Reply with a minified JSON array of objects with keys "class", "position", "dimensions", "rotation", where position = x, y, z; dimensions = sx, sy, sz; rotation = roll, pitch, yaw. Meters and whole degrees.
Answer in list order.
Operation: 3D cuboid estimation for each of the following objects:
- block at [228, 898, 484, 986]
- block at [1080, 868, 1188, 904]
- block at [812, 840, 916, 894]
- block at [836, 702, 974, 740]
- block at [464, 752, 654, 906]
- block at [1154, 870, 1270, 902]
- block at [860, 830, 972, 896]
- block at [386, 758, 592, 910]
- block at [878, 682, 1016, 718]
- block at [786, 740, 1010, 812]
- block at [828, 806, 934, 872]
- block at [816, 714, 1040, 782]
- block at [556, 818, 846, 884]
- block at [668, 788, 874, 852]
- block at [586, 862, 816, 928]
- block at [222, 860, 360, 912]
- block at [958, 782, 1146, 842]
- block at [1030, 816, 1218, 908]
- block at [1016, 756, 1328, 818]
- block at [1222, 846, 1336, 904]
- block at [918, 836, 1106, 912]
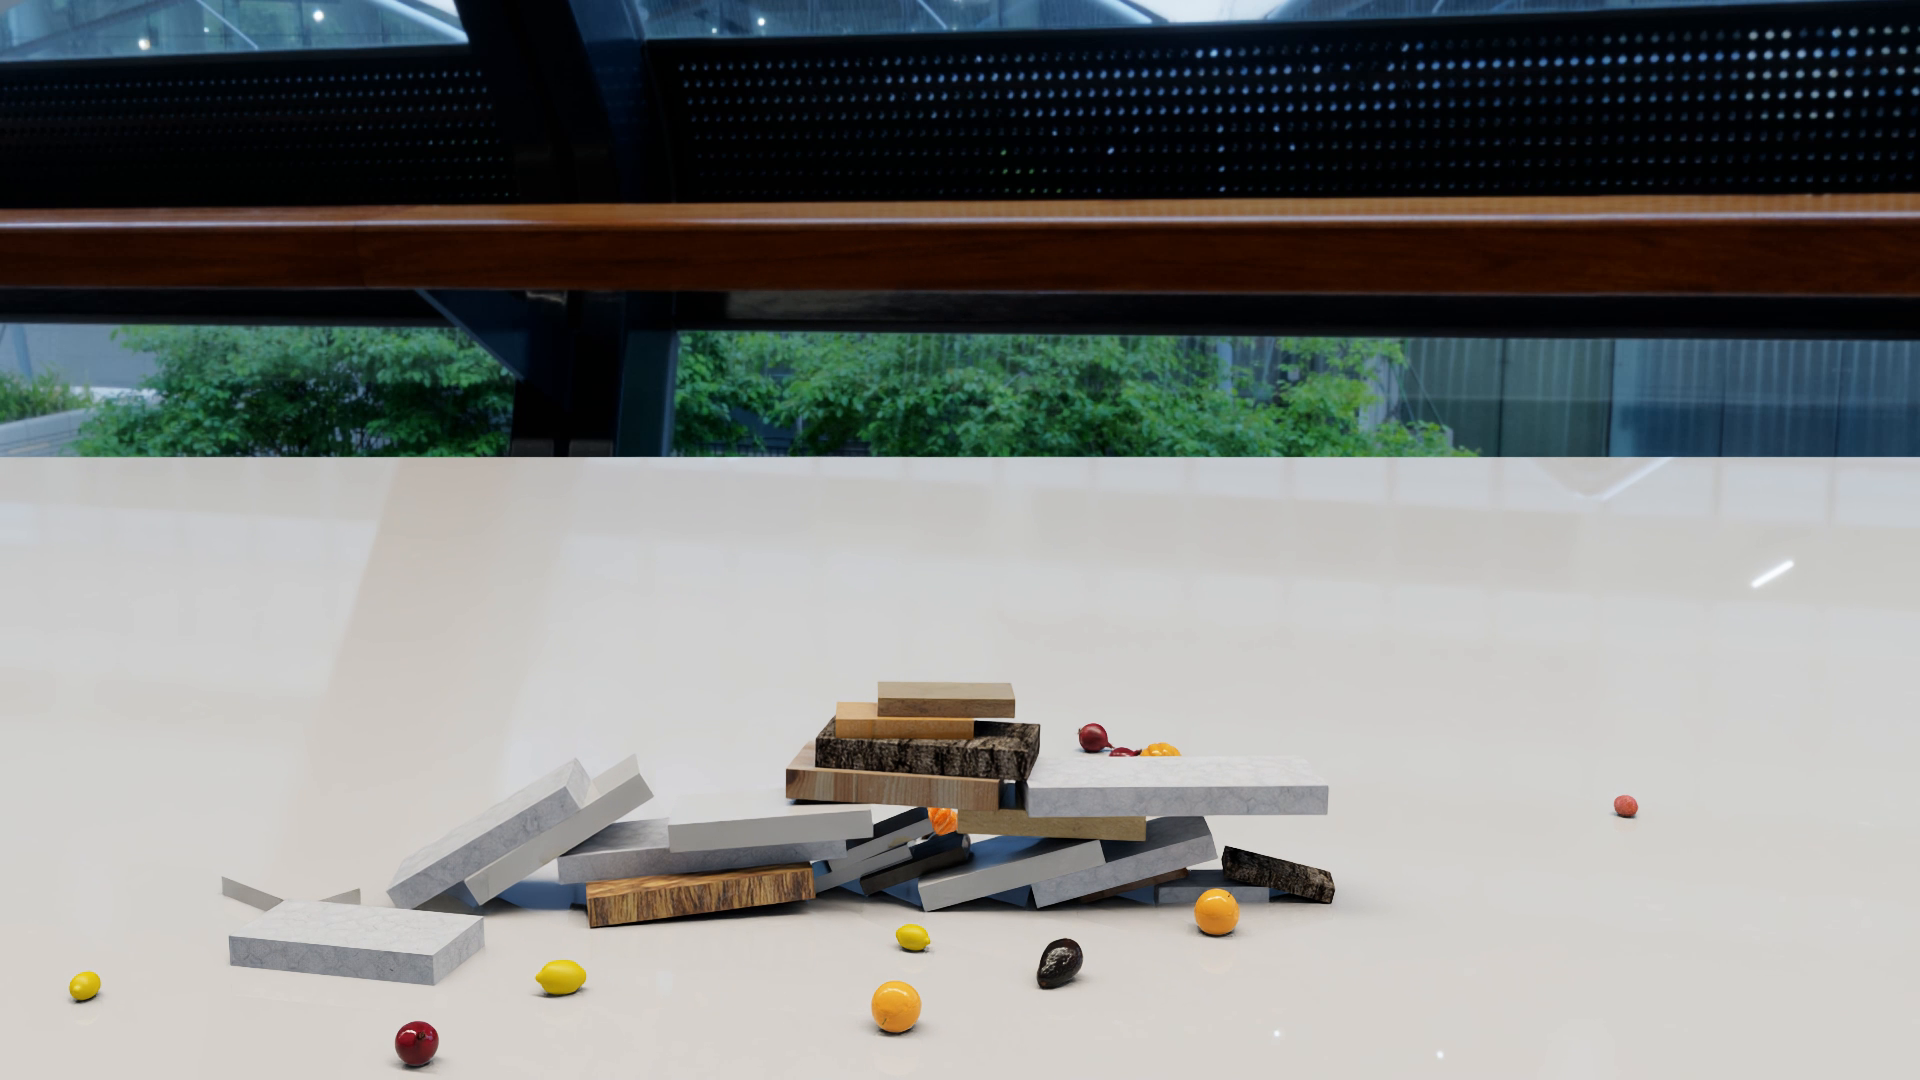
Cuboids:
[{"class":"block","position":[-0.927,0.618,3.389],"dimensions":[0.339,0.048,0.170],"rotation":[3,11,14]},{"class":"block","position":[0.285,0.555,3.658],"dimensions":[0.182,0.026,0.091],"rotation":[-15,10,3]},{"class":"block","position":[-0.165,0.539,3.694],"dimensions":[0.183,0.026,0.091],"rotation":[-21,9,6]},{"class":"block","position":[-0.093,0.300,3.651],"dimensions":[0.226,0.032,0.113],"rotation":[1,10,-3]},{"class":"block","position":[-0.663,0.475,3.641],"dimensions":[0.329,0.047,0.164],"rotation":[-32,11,-5]},{"class":"block","position":[0.419,0.577,3.670],"dimensions":[0.182,0.026,0.091],"rotation":[0,11,-1]},{"class":"block","position":[-0.074,0.536,3.668],"dimensions":[0.183,0.026,0.091],"rotation":[-20,10,9]},{"class":"block","position":[-0.776,0.487,3.640],"dimensions":[0.339,0.048,0.170],"rotation":[-30,11,2]},{"class":"block","position":[-0.024,0.266,3.665],"dimensions":[0.226,0.032,0.113],"rotation":[1,10,-3]},{"class":"block","position":[-0.100,0.391,3.652],"dimensions":[0.349,0.049,0.175],"rotation":[3,10,8]},{"class":"block","position":[-0.134,0.499,3.690],"dimensions":[0.183,0.026,0.091],"rotation":[-22,9,0]},{"class":"block","position":[-0.051,0.341,3.654],"dimensions":[0.349,0.049,0.175],"rotation":[3,10,8]},{"class":"block","position":[-0.426,0.504,3.666],"dimensions":[0.468,0.047,0.164],"rotation":[-5,10,-4]},{"class":"block","position":[-0.308,0.455,3.626],"dimensions":[0.329,0.047,0.164],"rotation":[-4,10,-1]},{"class":"block","position":[-0.429,0.562,3.614],"dimensions":[0.363,0.048,0.170],"rotation":[-6,11,-10]},{"class":"block","position":[-1.106,0.580,3.634],"dimensions":[0.226,0.032,0.113],"rotation":[9,14,39]},{"class":"block","position":[0.153,0.447,3.637],"dimensions":[0.305,0.043,0.153],"rotation":[2,10,3]},{"class":"block","position":[0.265,0.525,3.651],"dimensions":[0.305,0.043,0.153],"rotation":[-16,10,1]},{"class":"block","position":[0.346,0.405,3.631],"dimensions":[0.490,0.049,0.175],"rotation":[0,10,-6]},{"class":"block","position":[0.529,0.556,3.663],"dimensions":[0.182,0.026,0.091],"rotation":[14,10,1]},{"class":"block","position":[0.084,0.532,3.646],"dimensions":[0.305,0.043,0.153],"rotation":[-15,10,3]}]
